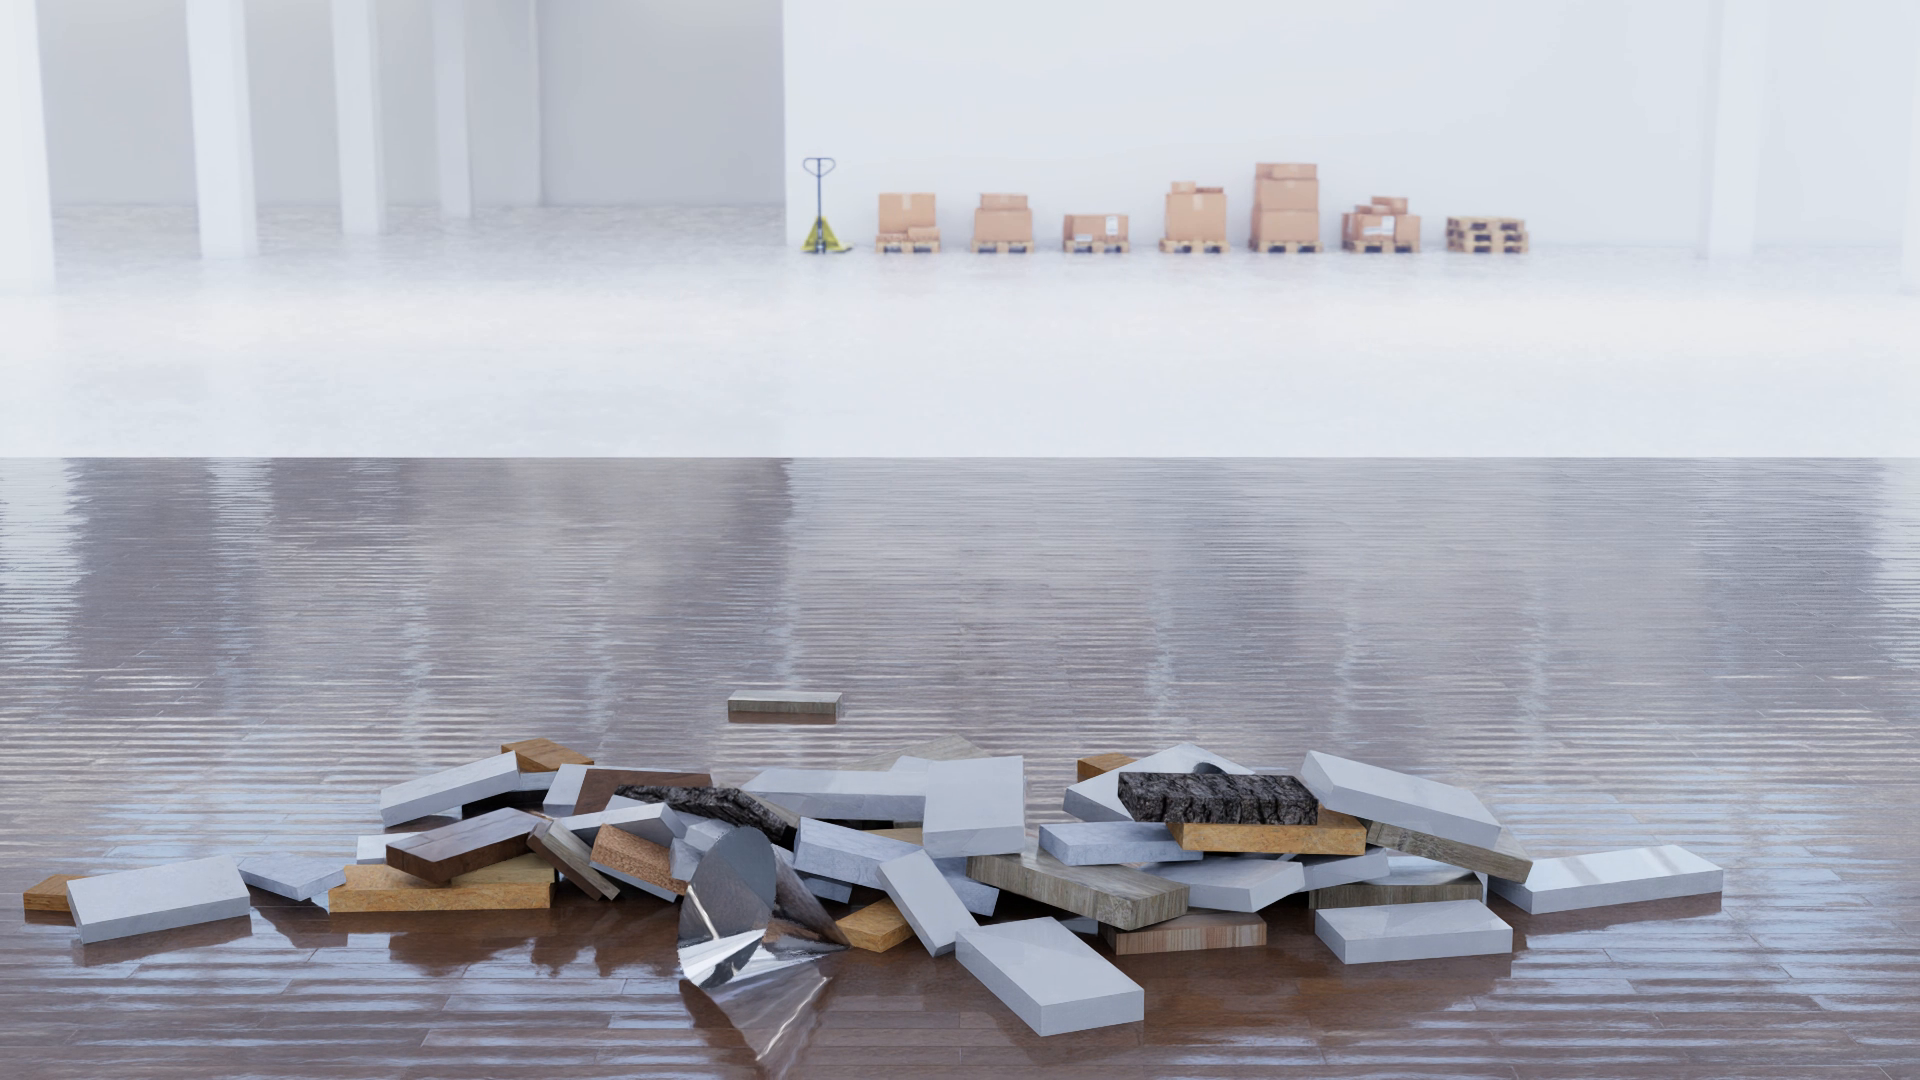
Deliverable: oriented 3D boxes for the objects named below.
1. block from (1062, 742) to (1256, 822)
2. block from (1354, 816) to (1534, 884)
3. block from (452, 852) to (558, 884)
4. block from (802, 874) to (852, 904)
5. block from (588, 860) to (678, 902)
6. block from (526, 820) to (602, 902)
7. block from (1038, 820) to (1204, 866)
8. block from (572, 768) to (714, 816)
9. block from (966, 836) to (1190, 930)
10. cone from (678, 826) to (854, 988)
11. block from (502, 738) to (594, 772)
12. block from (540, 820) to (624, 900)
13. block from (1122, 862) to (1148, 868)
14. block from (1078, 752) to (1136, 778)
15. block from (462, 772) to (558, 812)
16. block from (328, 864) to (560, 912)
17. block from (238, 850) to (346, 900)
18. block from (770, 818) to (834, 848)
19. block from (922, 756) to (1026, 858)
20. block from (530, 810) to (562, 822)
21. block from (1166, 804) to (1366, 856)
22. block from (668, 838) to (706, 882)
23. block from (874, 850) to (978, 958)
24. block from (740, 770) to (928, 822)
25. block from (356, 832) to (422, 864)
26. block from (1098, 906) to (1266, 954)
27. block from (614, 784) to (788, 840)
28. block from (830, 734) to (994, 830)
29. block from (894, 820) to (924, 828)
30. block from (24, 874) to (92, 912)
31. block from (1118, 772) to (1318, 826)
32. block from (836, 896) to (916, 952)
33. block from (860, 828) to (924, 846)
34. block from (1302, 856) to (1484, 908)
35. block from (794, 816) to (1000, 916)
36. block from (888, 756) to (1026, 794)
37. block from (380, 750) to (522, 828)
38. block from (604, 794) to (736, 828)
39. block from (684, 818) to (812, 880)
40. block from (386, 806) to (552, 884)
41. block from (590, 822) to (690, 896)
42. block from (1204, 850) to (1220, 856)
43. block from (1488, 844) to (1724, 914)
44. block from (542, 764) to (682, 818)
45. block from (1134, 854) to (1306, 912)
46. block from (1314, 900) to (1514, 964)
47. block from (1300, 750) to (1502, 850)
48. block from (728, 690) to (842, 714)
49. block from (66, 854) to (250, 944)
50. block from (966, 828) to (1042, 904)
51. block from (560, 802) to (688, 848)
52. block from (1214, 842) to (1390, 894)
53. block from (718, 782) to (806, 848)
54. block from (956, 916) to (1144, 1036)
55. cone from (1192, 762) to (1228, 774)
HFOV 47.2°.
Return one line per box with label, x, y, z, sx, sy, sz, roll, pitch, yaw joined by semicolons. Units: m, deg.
block;0.376;0.469;4.109;0.162;0.046;0.394;22;22;35
block;0.790;0.488;3.642;0.283;0.040;0.142;16;14;-9
block;-0.753;0.545;3.649;0.167;0.024;0.084;-1;11;-4
block;-0.275;0.547;3.630;0.191;0.027;0.095;16;9;-8
block;-0.537;0.550;3.649;0.152;0.022;0.076;25;8;-6
block;-0.651;0.533;3.656;0.152;0.022;0.076;41;6;-9
block;0.264;0.495;3.604;0.241;0.034;0.121;1;9;-21
block;-0.579;0.478;4.016;0.234;0.033;0.117;2;45;9
block;0.186;0.544;3.509;0.322;0.046;0.161;12;9;38
cone;-0.257;0.591;3.358;0.248;0.248;0.248;25;-5;-34
block;-0.827;0.439;4.407;0.095;0.027;0.215;-8;13;-37
block;-0.625;0.529;3.646;0.152;0.022;0.076;41;6;-8
block;0.269;0.554;3.789;0.096;0.027;0.192;-8;13;-37
block;0.325;0.458;4.305;0.096;0.027;0.192;-7;12;-32
block;-0.831;0.477;4.187;0.234;0.033;0.117;-3;11;-13
block;-0.853;0.575;3.651;0.356;0.036;0.128;-1;11;-3
block;-1.116;0.558;3.664;0.084;0.024;0.241;-20;14;-39
block;-0.314;0.509;3.892;0.116;0.033;0.231;3;0;16
block;0.026;0.442;3.664;0.162;0.046;0.323;-4;14;2
block;-0.663;0.511;3.835;0.084;0.024;0.167;13;-8;44
block;0.498;0.470;3.604;0.299;0.042;0.149;2;9;-6
block;-0.370;0.548;3.630;0.217;0.031;0.108;15;9;-13
block;-0.050;0.568;3.447;0.088;0.025;0.176;-14;49;-34
block;-0.142;0.453;3.901;0.487;0.046;0.161;-1;8;17
block;-0.914;0.543;3.824;0.257;0.036;0.128;-3;11;-14
block;0.349;0.609;3.472;0.241;0.034;0.121;-2;11;-10
block;-0.452;0.466;3.774;0.116;0.033;0.389;39;-27;-29
block;-0.092;0.452;4.123;0.328;0.047;0.164;-13;25;-34
block;-0.011;0.491;3.845;0.202;0.029;0.101;-2;8;3
block;-1.431;0.584;3.627;0.189;0.027;0.095;2;11;9
block;0.420;0.423;3.601;0.299;0.042;0.149;2;9;-8
block;-0.109;0.606;3.507;0.095;0.027;0.191;7;13;33
block;-0.113;0.529;3.741;0.202;0.029;0.101;-4;22;5
block;0.713;0.570;3.665;0.283;0.040;0.142;0;11;0
block;-0.106;0.532;3.590;0.328;0.047;0.164;15;5;-6
block;-0.010;0.449;4.015;0.241;0.034;0.121;8;18;14
block;-0.947;0.463;4.095;0.255;0.036;0.127;-16;14;-10
block;-0.470;0.510;3.796;0.284;0.036;0.127;8;-29;36
block;-0.342;0.507;3.571;0.191;0.027;0.095;21;9;21
block;-0.814;0.508;3.674;0.127;0.036;0.255;10;15;38
block;-0.500;0.537;3.637;0.217;0.031;0.108;23;8;-8
block;0.515;0.510;3.802;0.323;0.046;0.162;-5;-13;-24
block;1.081;0.567;3.686;0.365;0.039;0.136;-3;11;-17
block;-0.645;0.472;4.094;0.234;0.033;0.117;2;33;9
block;0.402;0.548;3.530;0.136;0.039;0.272;-16;8;-43
block;0.709;0.612;3.444;0.272;0.039;0.136;-2;11;-10
block;0.725;0.427;3.622;0.299;0.042;0.149;15;14;-11
block;-0.385;0.357;4.857;0.239;0.025;0.088;1;11;6
block;-1.293;0.577;3.548;0.256;0.036;0.128;-6;28;-31
block;0.080;0.544;3.791;0.164;0.047;0.329;-10;14;-43
block;-0.563;0.501;3.717;0.217;0.108;0.031;-11;42;27
block;0.562;0.536;3.636;0.284;0.040;0.142;-12;10;10
block;-0.330;0.472;3.734;0.175;0.088;0.025;19;58;26
block;0.128;0.643;3.261;0.161;0.046;0.322;-4;11;-22
cone;0.425;0.503;3.960;0.146;0.146;0.146;-37;29;-27
